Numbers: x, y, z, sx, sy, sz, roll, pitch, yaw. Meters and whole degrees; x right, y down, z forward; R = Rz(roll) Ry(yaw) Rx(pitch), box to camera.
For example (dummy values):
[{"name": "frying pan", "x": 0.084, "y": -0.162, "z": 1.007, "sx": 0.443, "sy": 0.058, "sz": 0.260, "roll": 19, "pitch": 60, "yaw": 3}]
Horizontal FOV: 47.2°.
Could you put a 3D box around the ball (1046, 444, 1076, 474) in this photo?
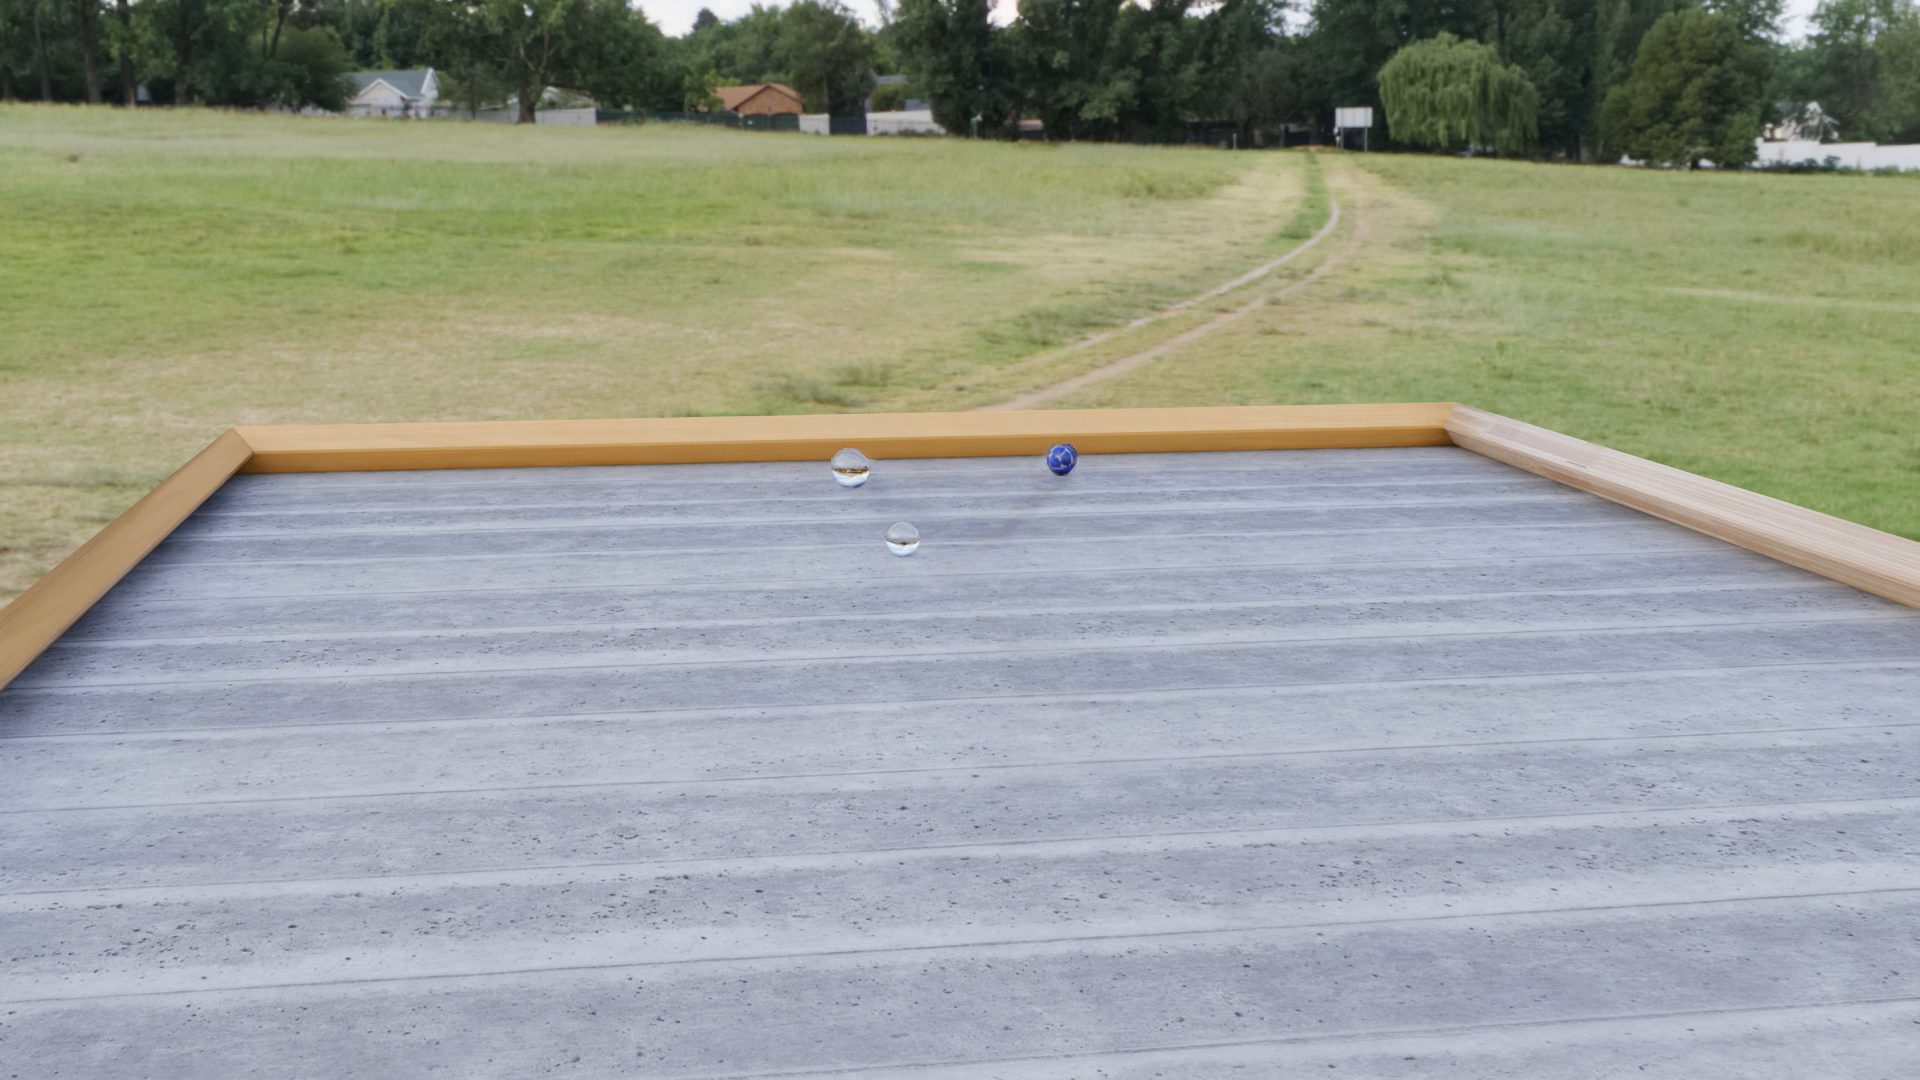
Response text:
[{"name": "ball", "x": 0.194, "y": -0.154, "z": 4.205, "sx": 0.057, "sy": 0.057, "sz": 0.057, "roll": 0, "pitch": 10, "yaw": 0}]

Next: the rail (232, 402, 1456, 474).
[{"name": "rail", "x": -0.173, "y": -0.204, "z": 4.389, "sx": 2.467, "sy": 0.090, "sz": 0.045, "roll": -2, "pitch": 10, "yaw": -9}]

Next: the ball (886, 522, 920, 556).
[{"name": "ball", "x": -0.088, "y": -0.002, "z": 3.386, "sx": 0.052, "sy": 0.052, "sz": 0.052, "roll": 0, "pitch": 10, "yaw": 0}]

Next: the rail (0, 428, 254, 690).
[{"name": "rail", "x": -1.017, "y": 0.213, "z": 2.095, "sx": 0.045, "sy": 0.090, "sz": 4.377, "roll": -2, "pitch": 10, "yaw": -9}]

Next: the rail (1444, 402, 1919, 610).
[{"name": "rail", "x": 1.371, "y": 0.143, "z": 2.480, "sx": 0.045, "sy": 0.090, "sz": 4.377, "roll": -2, "pitch": 10, "yaw": -9}]

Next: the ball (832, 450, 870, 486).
[{"name": "ball", "x": -0.202, "y": -0.133, "z": 4.060, "sx": 0.069, "sy": 0.069, "sz": 0.069, "roll": 0, "pitch": 10, "yaw": 0}]
